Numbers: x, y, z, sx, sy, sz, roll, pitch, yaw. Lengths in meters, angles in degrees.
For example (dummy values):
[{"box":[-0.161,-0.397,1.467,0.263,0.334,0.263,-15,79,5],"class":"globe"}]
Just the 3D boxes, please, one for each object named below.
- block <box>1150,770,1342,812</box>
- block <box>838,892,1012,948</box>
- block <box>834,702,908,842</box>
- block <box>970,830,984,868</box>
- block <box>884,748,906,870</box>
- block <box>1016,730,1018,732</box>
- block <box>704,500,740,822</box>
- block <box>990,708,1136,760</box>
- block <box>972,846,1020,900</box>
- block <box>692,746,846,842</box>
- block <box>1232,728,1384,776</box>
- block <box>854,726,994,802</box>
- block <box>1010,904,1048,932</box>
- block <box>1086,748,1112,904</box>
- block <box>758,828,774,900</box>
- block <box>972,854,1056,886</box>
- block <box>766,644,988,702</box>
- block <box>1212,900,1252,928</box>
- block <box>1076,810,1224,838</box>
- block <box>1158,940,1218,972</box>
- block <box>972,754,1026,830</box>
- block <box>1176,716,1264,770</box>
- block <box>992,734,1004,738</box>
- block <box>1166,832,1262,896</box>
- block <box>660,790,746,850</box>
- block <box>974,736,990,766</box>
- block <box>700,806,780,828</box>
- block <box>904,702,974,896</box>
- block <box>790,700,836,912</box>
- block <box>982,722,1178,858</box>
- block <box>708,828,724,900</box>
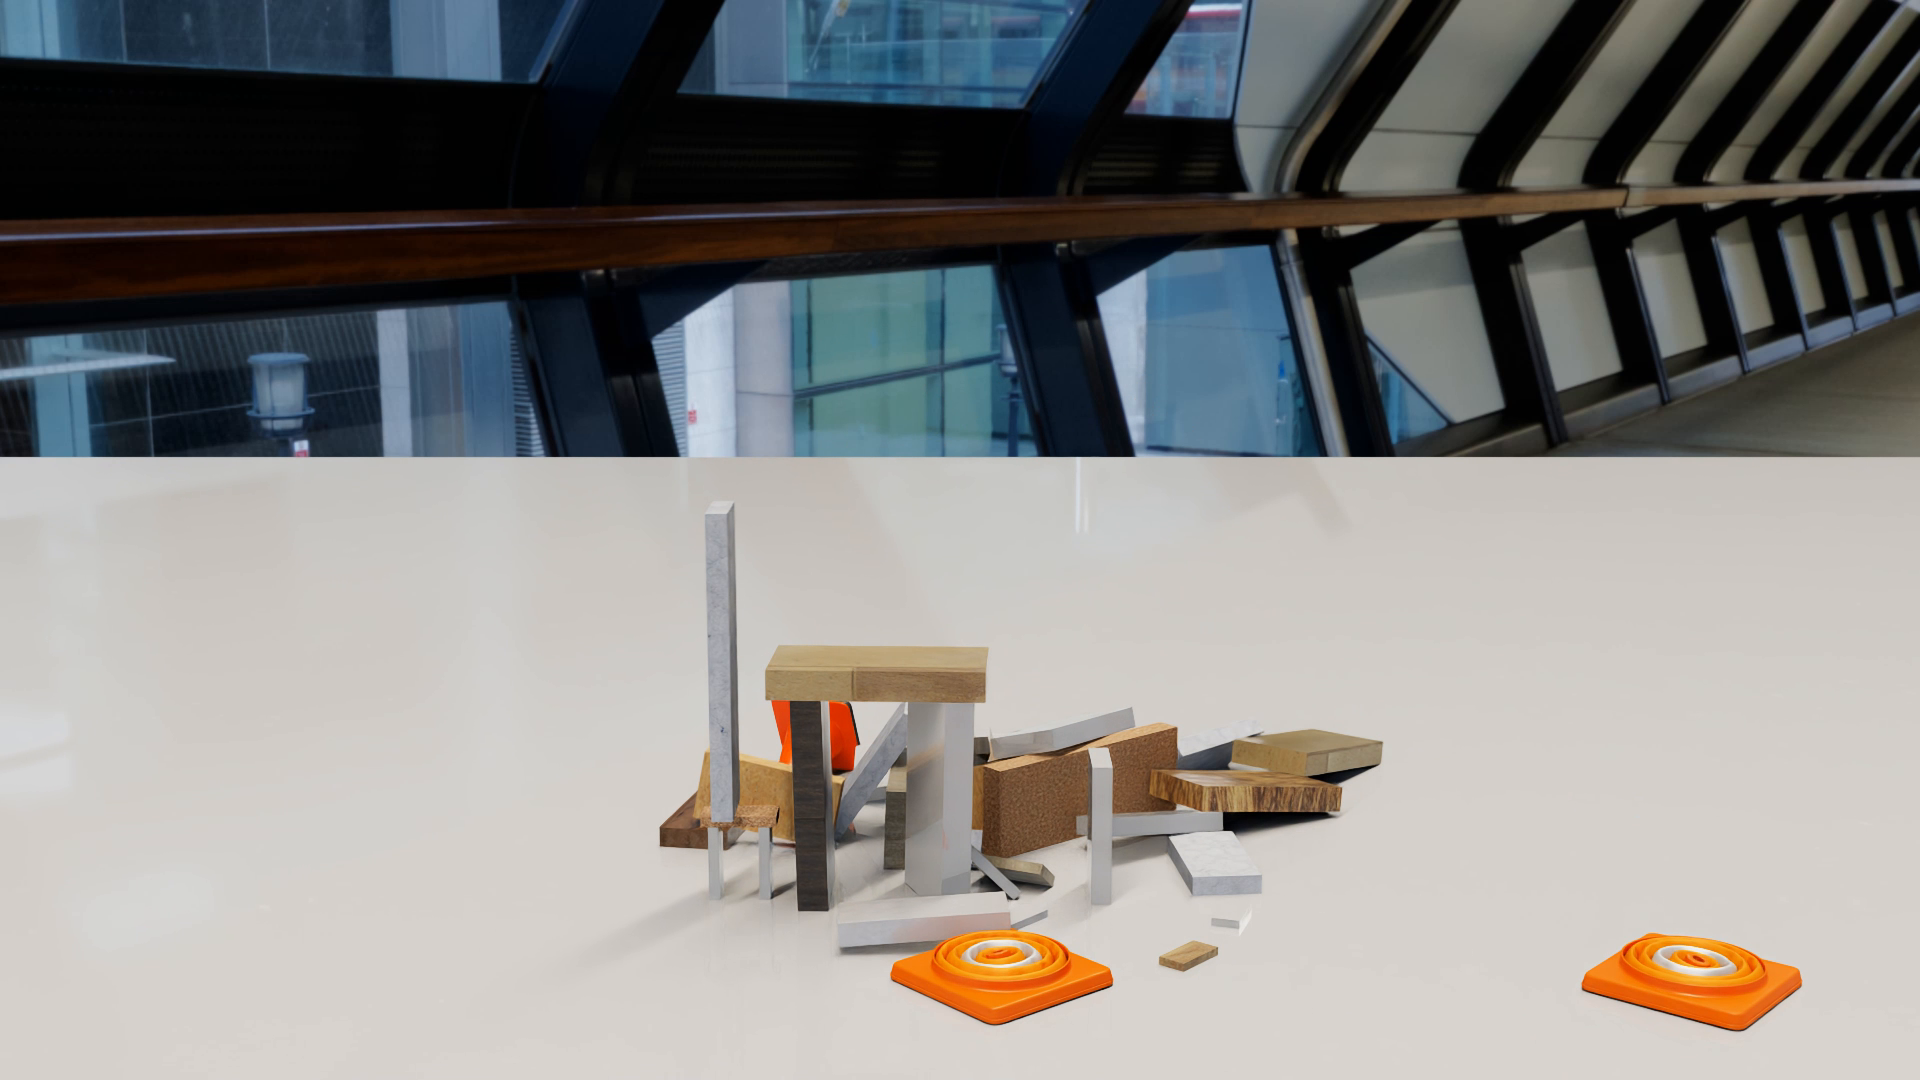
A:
[{"box":[0.529,0.463,4.063,0.321,0.046,0.161,4,3,-31],"class":"block"},{"box":[-0.057,0.595,3.458,0.266,0.038,0.133,-4,5,-2],"class":"block"},{"box":[-0.158,0.411,3.975,0.038,0.266,0.133,34,9,-5],"class":"block"},{"box":[-0.026,0.533,3.811,0.127,0.063,0.018,1,-31,7],"class":"block"},{"box":[-0.106,0.474,3.913,0.039,0.138,0.276,2,11,1],"class":"block"},{"box":[0.136,0.436,4.400,0.126,0.036,0.253,3,11,18],"class":"block"},{"box":[-0.388,0.198,3.601,0.035,0.510,0.125,0,11,0],"class":"block"},{"box":[0.192,0.354,4.037,0.133,0.038,0.287,-12,-3,34],"class":"block"},{"box":[0.044,0.541,3.647,0.018,0.127,0.063,-46,19,-4],"class":"block"},{"box":[-0.339,0.458,3.908,0.250,0.125,0.035,13,12,5],"class":"block"},{"box":[0.688,0.418,4.340,0.161,0.046,0.321,8,4,37],"class":"block"},{"box":[-0.070,0.426,4.176,0.265,0.033,0.117,-9,40,10],"class":"block"},{"box":[0.095,0.608,3.539,0.046,0.013,0.092,9,14,40],"class":"block"},{"box":[0.232,0.474,3.652,0.033,0.234,0.117,0,11,0],"class":"block"},{"box":[-0.323,0.528,3.658,0.018,0.125,0.063,0,11,0],"class":"block"},{"box":[0.090,0.556,3.708,0.127,0.018,0.063,5,-25,26],"class":"block"},{"box":[-0.132,0.218,3.598,0.353,0.050,0.176,0,11,2],"class":"block"},{"box":[0.439,0.604,3.556,0.046,0.013,0.092,4,11,19],"class":"block"},{"box":[0.337,0.503,3.908,0.234,0.033,0.117,1,-5,-29],"class":"block"},{"box":[0.351,0.638,3.375,0.046,0.013,0.092,9,14,40],"class":"block"},{"box":[0.072,0.466,3.943,0.276,0.138,0.039,-10,-1,-44],"class":"block"},{"box":[0.470,0.416,4.293,0.253,0.036,0.126,-10,-29,-44],"class":"block"},{"box":[0.037,0.429,4.269,0.276,0.039,0.138,0,28,20],"class":"block"},{"box":[0.434,0.554,3.774,0.117,0.033,0.234,-1,11,-5],"class":"block"},{"box":[-0.450,0.507,4.018,0.125,0.035,0.250,2,11,10],"class":"block"},{"box":[-0.020,0.431,4.030,0.117,0.033,0.235,-2,-31,-10],"class":"block"},{"box":[-0.365,0.458,3.645,0.125,0.018,0.063,0,11,0],"class":"block"},{"box":[-0.035,0.419,3.620,0.050,0.353,0.176,-3,11,-21],"class":"block"},{"box":[-0.243,0.415,3.640,0.050,0.353,0.176,-1,11,1],"class":"block"},{"box":[0.223,0.450,3.983,0.444,0.161,0.046,-9,14,-40],"class":"block"},{"box":[-0.406,0.528,3.658,0.018,0.125,0.063,0,11,0],"class":"block"}]
